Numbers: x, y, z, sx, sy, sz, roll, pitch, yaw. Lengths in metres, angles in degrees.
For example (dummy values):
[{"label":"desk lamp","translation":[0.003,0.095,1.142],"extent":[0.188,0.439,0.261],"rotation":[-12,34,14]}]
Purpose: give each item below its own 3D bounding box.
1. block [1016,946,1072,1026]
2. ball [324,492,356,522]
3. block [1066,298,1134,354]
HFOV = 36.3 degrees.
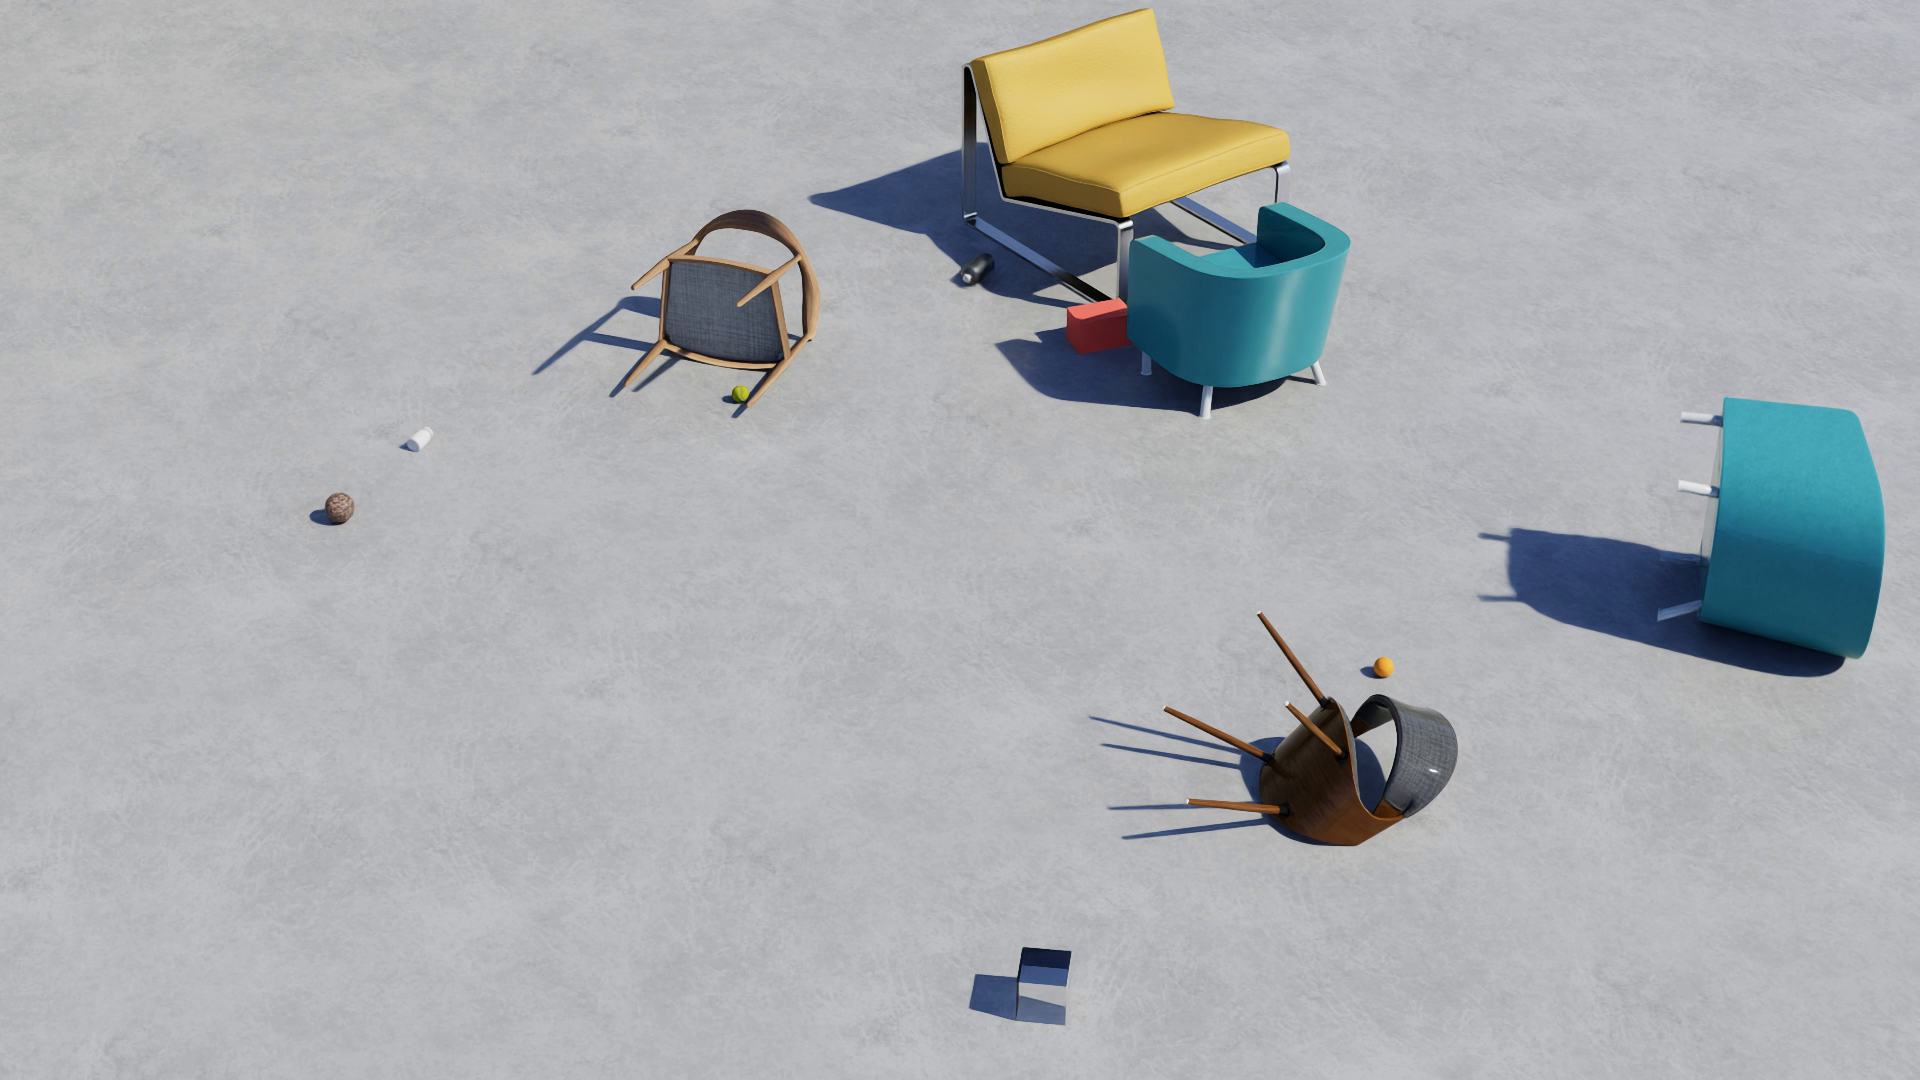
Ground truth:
[{"label":"block","translation":[0.251,1.335,8.778],"extent":[0.149,0.155,0.158],"rotation":[4,34,6]},{"label":"ball","translation":[-2.332,-0.123,11.028],"extent":[0.113,0.113,0.113],"rotation":[0,33,0]},{"label":"block","translation":[0.579,-0.886,12.156],"extent":[0.238,0.146,0.145],"rotation":[-11,35,-17]}]
